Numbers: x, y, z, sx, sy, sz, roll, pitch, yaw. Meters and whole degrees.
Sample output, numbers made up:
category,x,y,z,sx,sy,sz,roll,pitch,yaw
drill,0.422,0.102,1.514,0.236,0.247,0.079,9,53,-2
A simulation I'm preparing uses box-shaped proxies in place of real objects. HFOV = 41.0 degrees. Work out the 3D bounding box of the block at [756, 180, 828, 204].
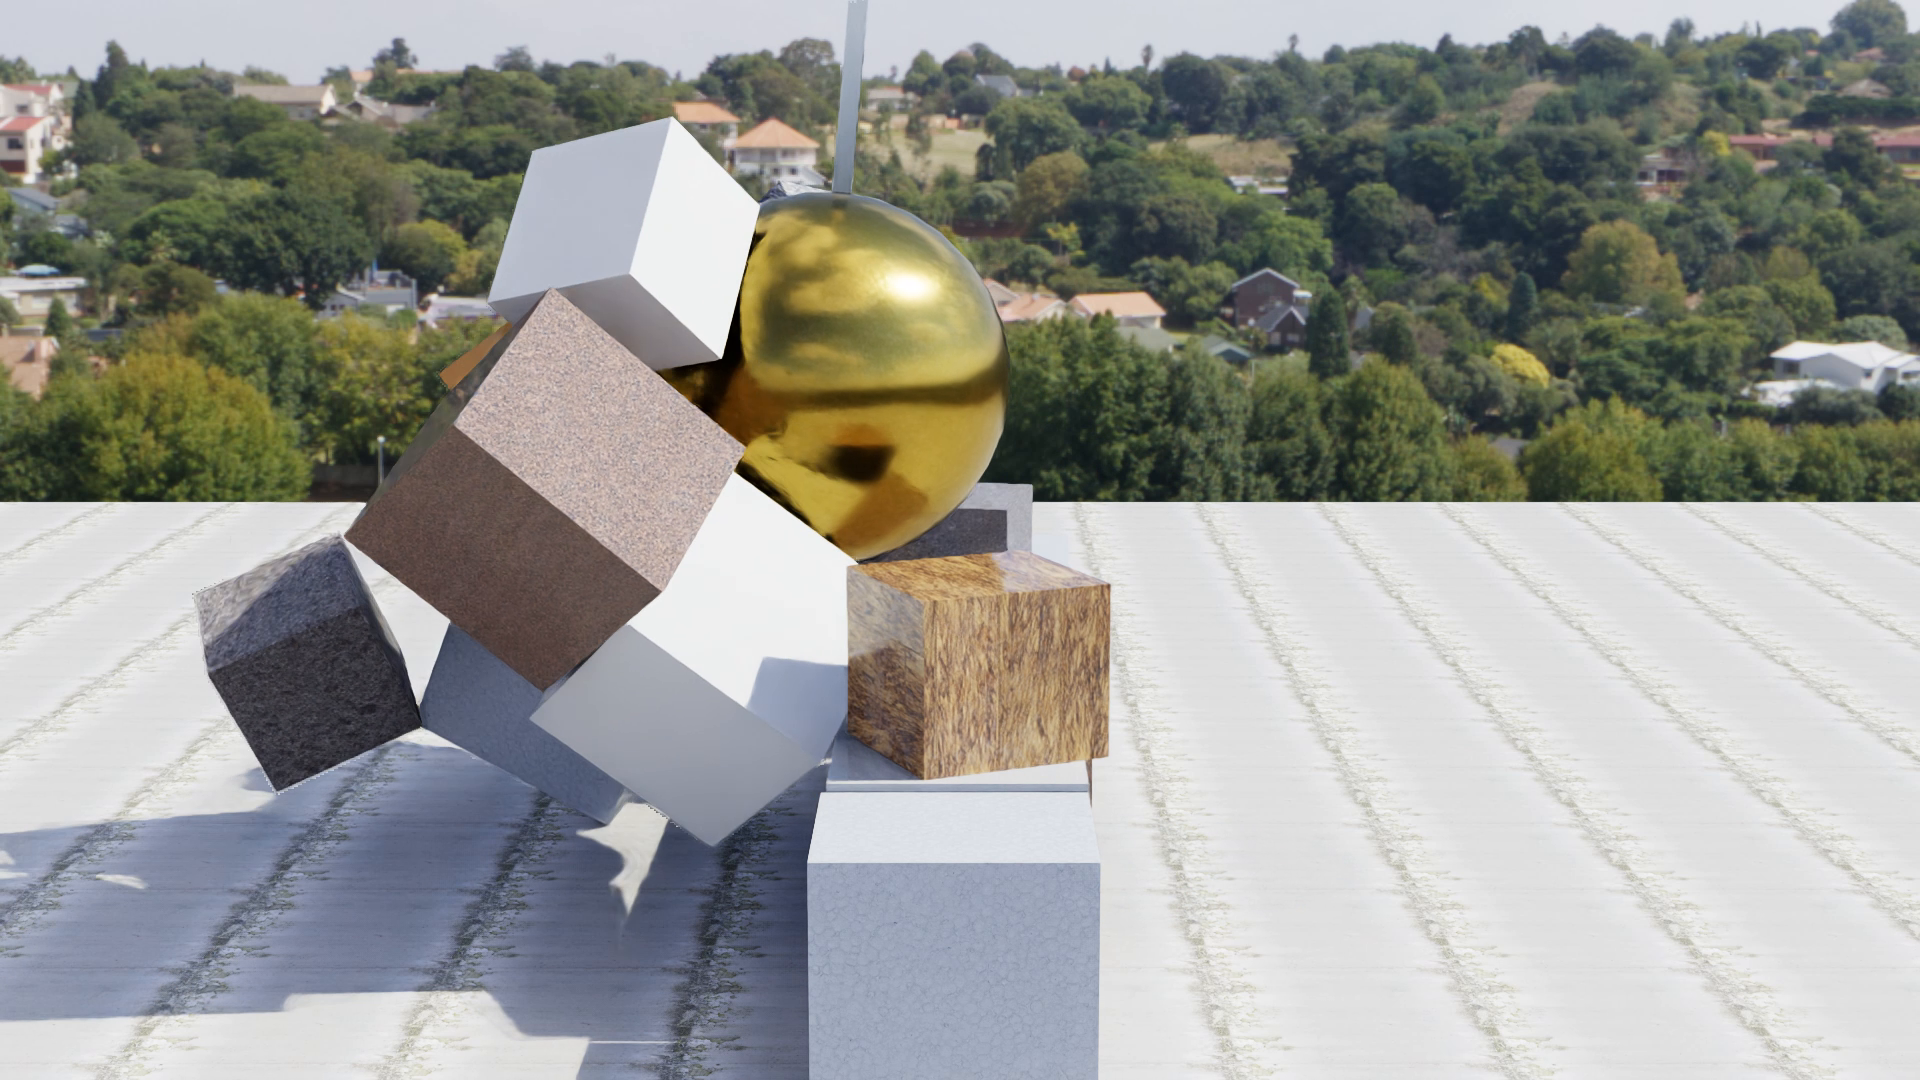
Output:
category,x,y,z,sx,sy,sz,roll,pitch,yaw
block,-0.710,-1.213,12.617,0.703,0.711,0.796,-38,-24,30

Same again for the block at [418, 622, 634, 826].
category,x,y,z,sx,sy,sz,roll,pitch,yaw
block,-1.810,0.516,12.339,1.055,0.999,0.981,27,29,3

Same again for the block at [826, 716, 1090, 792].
category,x,y,z,sx,sy,sz,roll,pitch,yaw
block,-0.008,1.274,9.811,0.946,0.984,0.985,0,10,0

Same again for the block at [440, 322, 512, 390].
category,x,y,z,sx,sy,sz,roll,pitch,yaw
block,-1.881,-0.639,11.298,0.501,0.581,0.569,-37,4,-2

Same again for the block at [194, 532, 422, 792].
category,x,y,z,sx,sy,sz,roll,pitch,yaw
block,-2.975,0.548,11.715,0.710,0.710,0.706,-24,34,-7

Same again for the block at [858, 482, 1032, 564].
category,x,y,z,sx,sy,sz,roll,pitch,yaw
block,-0.089,0.104,12.642,0.779,0.665,0.779,2,10,10

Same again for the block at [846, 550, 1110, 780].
category,x,y,z,sx,sy,sz,roll,pitch,yaw
block,0.062,0.455,9.697,0.757,0.661,0.724,-5,12,-24

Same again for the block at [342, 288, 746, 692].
category,x,y,z,sx,sy,sz,roll,pitch,yaw
block,-1.590,-0.185,9.879,0.890,0.974,0.861,-37,20,41

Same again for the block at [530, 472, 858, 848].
category,x,y,z,sx,sy,sz,roll,pitch,yaw
block,-0.975,0.482,10.355,0.970,0.920,0.883,-41,17,49

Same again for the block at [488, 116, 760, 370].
category,x,y,z,sx,sy,sz,roll,pitch,yaw
block,-1.348,-1.157,10.354,0.720,0.749,0.619,-7,-32,31

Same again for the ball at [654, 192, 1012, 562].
category,x,y,z,sx,sy,sz,roll,pitch,yaw
ball,-0.580,-0.696,11.054,1.600,1.600,1.600,0,10,0

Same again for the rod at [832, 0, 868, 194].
category,x,y,z,sx,sy,sz,roll,pitch,yaw
rod,-0.251,-4.026,10.448,0.080,5.200,0.080,5,10,-1

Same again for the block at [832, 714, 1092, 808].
category,x,y,z,sx,sy,sz,roll,pitch,yaw
block,0.008,1.089,10.808,1.038,0.990,1.016,0,10,0

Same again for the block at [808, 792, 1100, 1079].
category,x,y,z,sx,sy,sz,roll,pitch,yaw
block,-0.020,1.453,8.910,0.963,0.954,0.834,0,10,0

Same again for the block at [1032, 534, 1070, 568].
category,x,y,z,sx,sy,sz,roll,pitch,yaw
block,0.016,0.553,13.738,1.126,0.997,1.083,0,10,2
